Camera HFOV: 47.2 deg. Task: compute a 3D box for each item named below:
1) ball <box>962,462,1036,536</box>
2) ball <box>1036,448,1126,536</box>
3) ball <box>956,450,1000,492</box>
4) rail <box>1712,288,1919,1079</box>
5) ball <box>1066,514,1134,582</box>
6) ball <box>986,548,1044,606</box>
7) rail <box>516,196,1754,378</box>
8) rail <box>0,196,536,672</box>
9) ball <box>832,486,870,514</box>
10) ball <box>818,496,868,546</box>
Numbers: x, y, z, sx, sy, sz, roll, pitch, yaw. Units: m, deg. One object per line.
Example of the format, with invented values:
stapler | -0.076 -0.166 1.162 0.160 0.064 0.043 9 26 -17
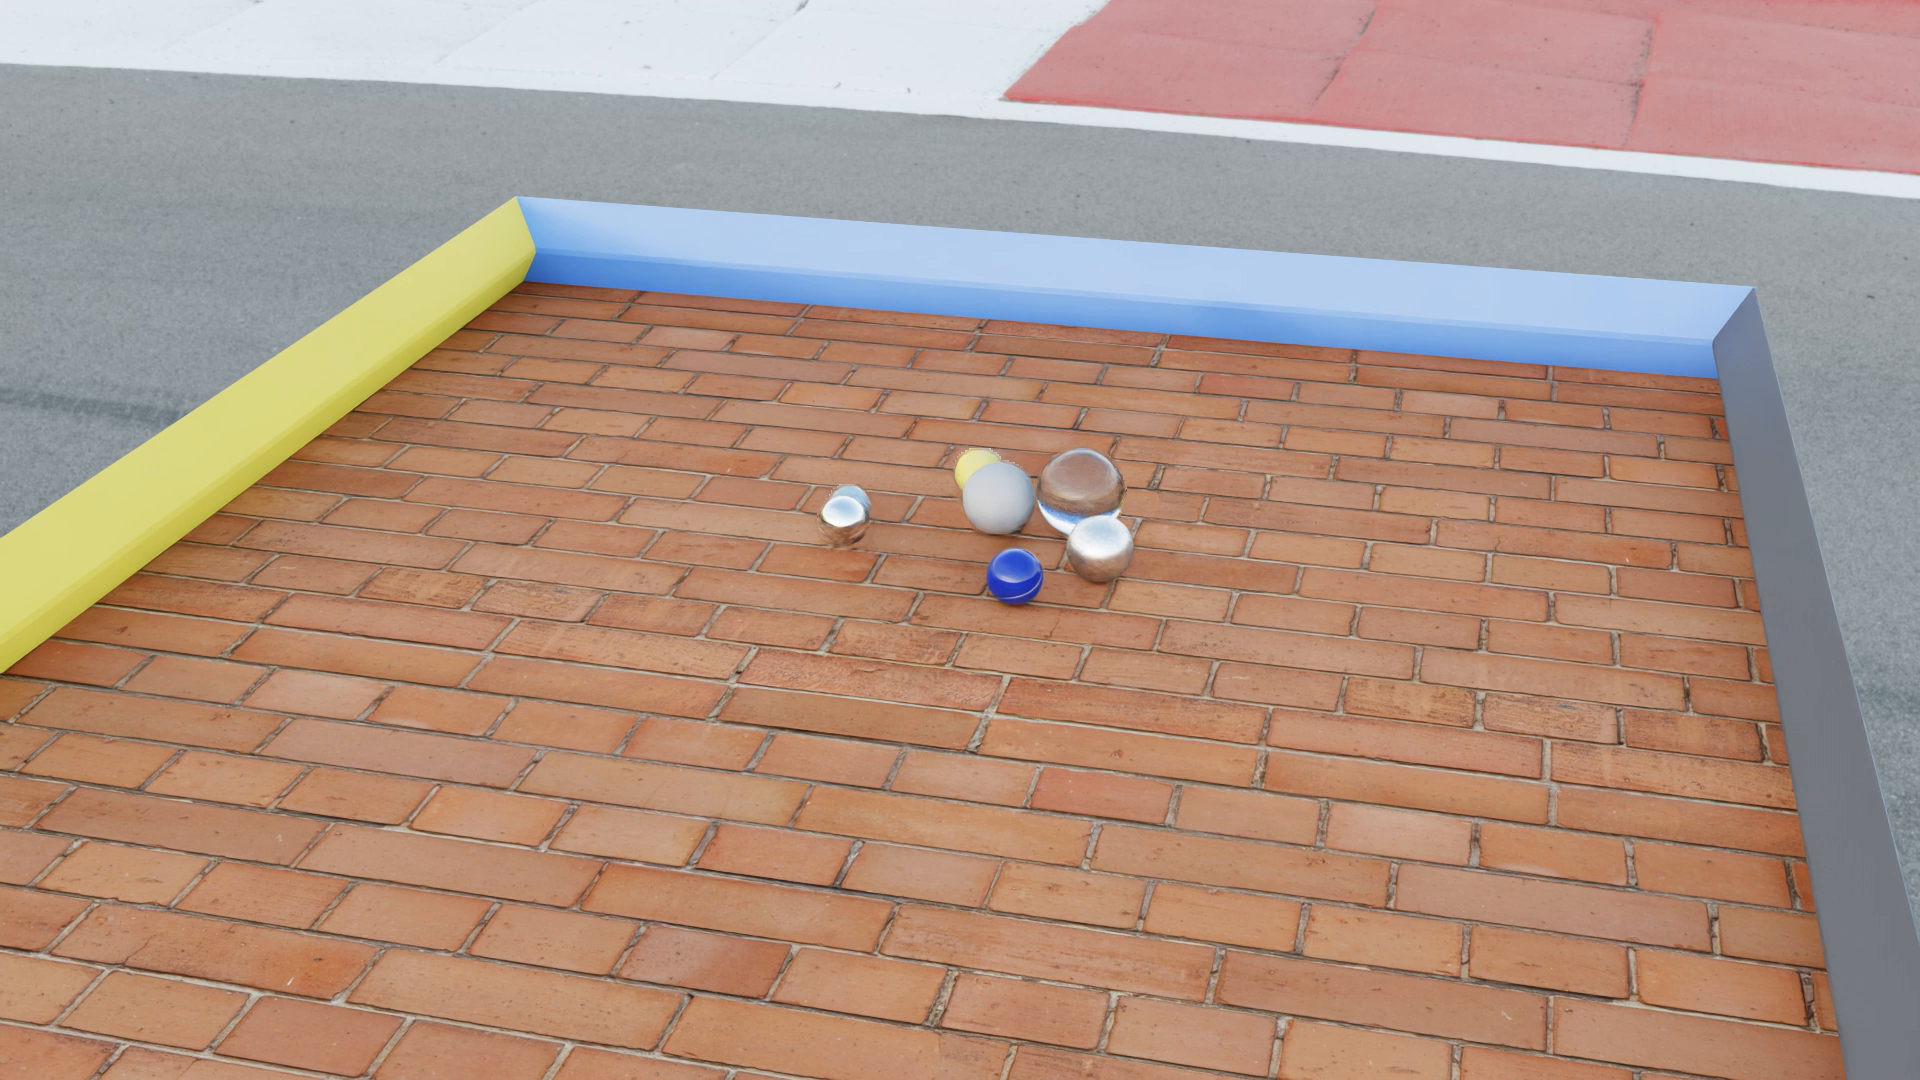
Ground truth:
ball | 0.042 -0.045 2.369 0.079 0.079 0.079 0 25 0
ball | 0.130 -0.051 2.363 0.095 0.095 0.095 0 25 0
ball | 0.021 -0.075 2.462 0.054 0.054 0.054 0 25 0
rail | 0.605 0.370 1.433 0.045 0.123 3.059 6 26 12
ball | 0.144 0.009 2.266 0.070 0.070 0.070 0 25 0
ball | 0.055 0.037 2.220 0.058 0.058 0.058 0 25 0
rail | 0.177 -0.335 2.931 1.670 0.123 0.045 6 26 12
rail | -0.970 0.205 1.783 0.045 0.123 3.059 6 26 12
ball | -0.120 -0.037 2.393 0.045 0.045 0.045 0 25 0
ball | -0.125 -0.021 2.347 0.054 0.054 0.054 0 25 0
